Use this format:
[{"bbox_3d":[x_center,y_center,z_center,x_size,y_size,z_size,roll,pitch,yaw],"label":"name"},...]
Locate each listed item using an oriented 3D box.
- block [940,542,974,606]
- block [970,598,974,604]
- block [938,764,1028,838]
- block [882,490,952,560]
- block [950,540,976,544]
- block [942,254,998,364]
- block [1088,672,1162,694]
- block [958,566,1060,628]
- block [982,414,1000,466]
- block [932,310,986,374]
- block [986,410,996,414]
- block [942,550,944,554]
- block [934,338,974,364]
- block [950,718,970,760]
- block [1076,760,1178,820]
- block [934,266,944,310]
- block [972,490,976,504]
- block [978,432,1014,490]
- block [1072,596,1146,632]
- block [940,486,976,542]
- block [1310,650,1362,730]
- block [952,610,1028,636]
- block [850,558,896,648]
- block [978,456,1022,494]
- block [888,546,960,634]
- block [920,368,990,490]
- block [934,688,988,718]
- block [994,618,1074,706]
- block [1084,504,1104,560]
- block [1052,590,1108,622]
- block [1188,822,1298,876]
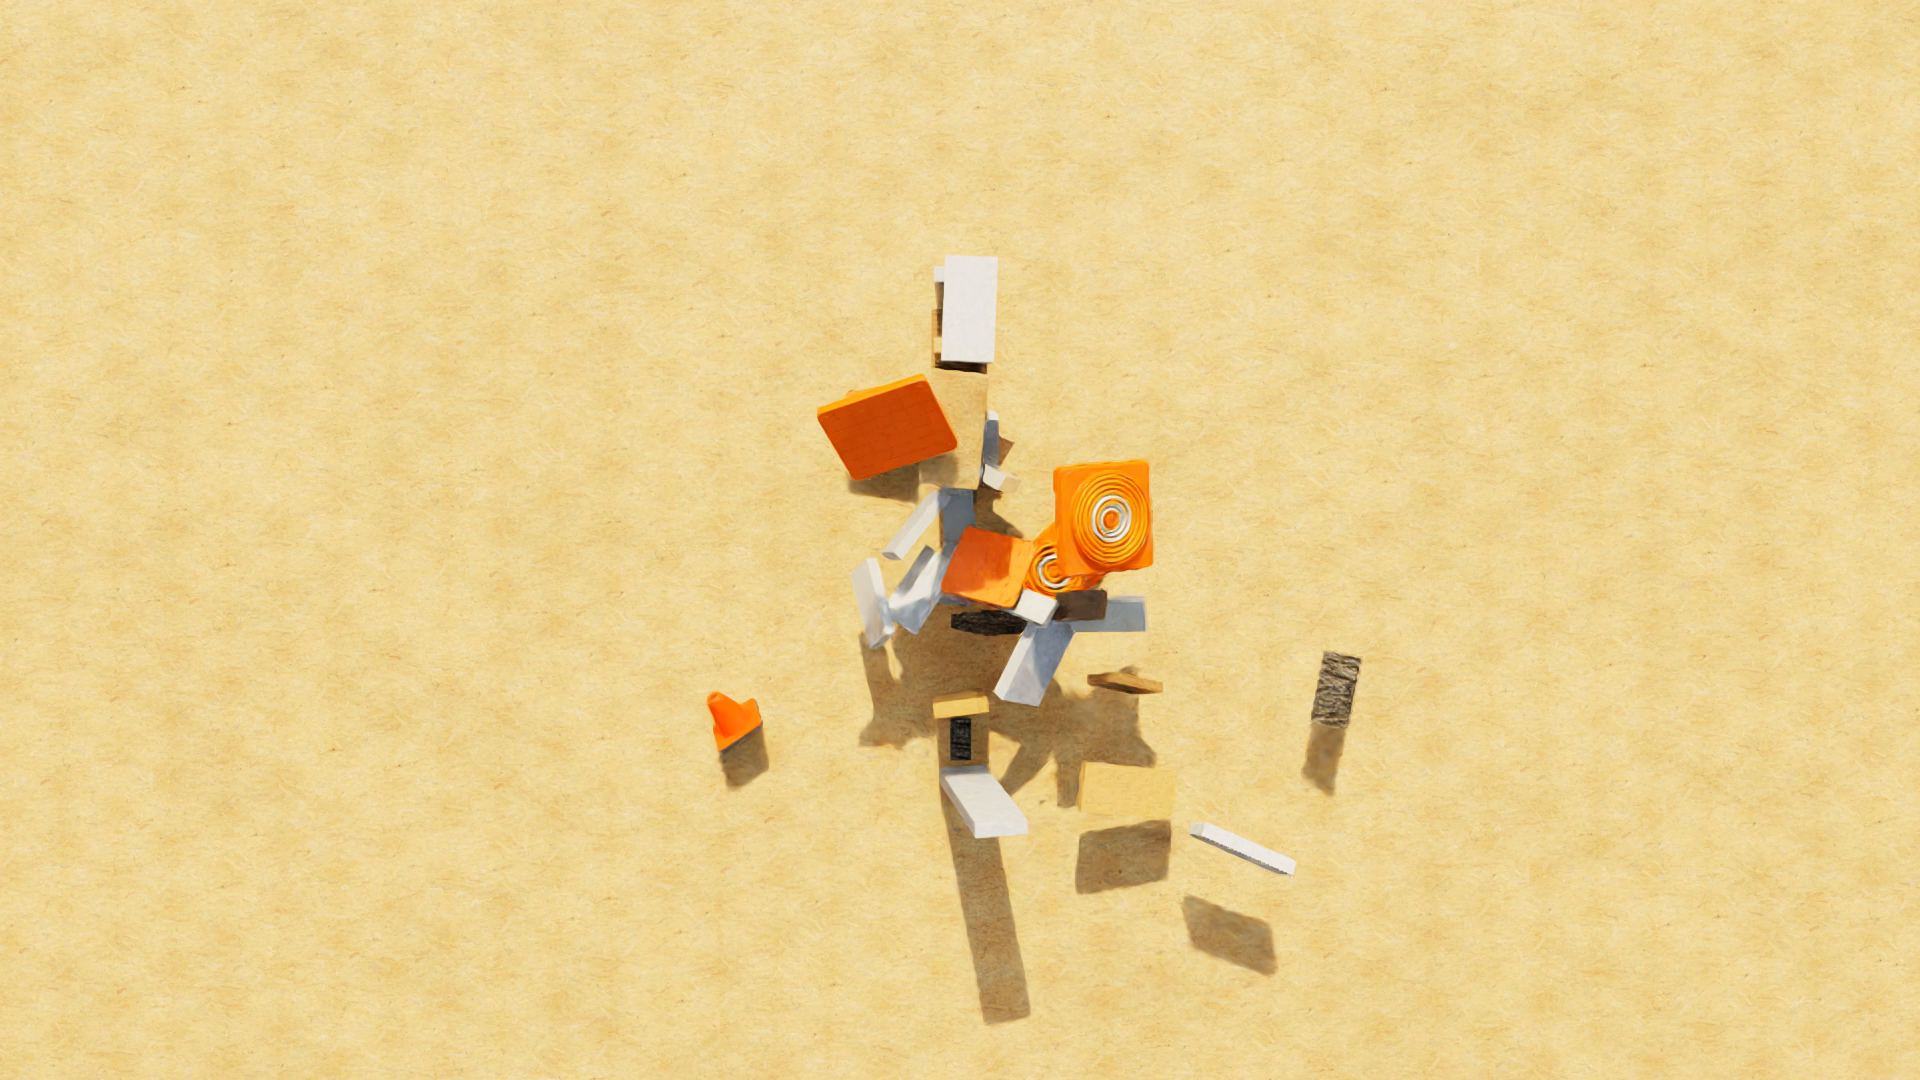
[{"bbox_3d":[-0.010,0.110,5.281,0.097,0.028,0.194,5,85,-3],"label":"block"},{"bbox_3d":[-0.004,0.191,5.402,0.097,0.194,0.028,0,83,0],"label":"block"},{"bbox_3d":[0.063,0.807,5.143,0.156,0.697,0.044,-2,96,-9],"label":"block"},{"bbox_3d":[-0.138,-0.048,5.195,0.036,0.129,0.257,42,76,-14],"label":"block"},{"bbox_3d":[0.000,-0.009,5.399,0.100,0.201,0.028,2,86,0],"label":"block"},{"bbox_3d":[0.028,-0.669,4.788,0.152,0.043,0.304,2,90,0],"label":"block"},{"bbox_3d":[0.523,0.455,5.220,0.230,0.115,0.033,16,72,-43],"label":"block"},{"bbox_3d":[0.149,0.177,5.153,0.341,0.025,0.090,21,68,35],"label":"block"},{"bbox_3d":[0.075,-0.318,5.342,0.100,0.028,0.201,-1,132,2],"label":"block"},{"bbox_3d":[-0.003,-0.546,5.138,0.169,0.048,0.338,0,90,0],"label":"block"},{"bbox_3d":[0.065,-0.379,5.399,0.100,0.201,0.028,0,77,0],"label":"block"},{"bbox_3d":[-0.013,0.067,5.400,0.097,0.194,0.028,15,85,2],"label":"block"},{"bbox_3d":[0.000,-0.570,4.961,0.152,0.304,0.043,0,90,0],"label":"block"},{"bbox_3d":[0.002,0.648,5.357,0.067,0.019,0.133,0,90,0],"label":"block"},{"bbox_3d":[0.532,0.798,5.258,0.312,0.044,0.156,8,86,-15],"label":"block"},{"bbox_3d":[0.000,-0.774,5.155,0.152,0.691,0.043,0,90,0],"label":"block"},{"bbox_3d":[0.003,-0.152,5.399,0.100,0.201,0.028,-3,80,0],"label":"block"},{"bbox_3d":[0.089,-0.269,5.426,0.100,0.028,0.201,23,121,-13],"label":"block"},{"bbox_3d":[0.461,0.229,5.129,0.230,0.033,0.115,0,122,13],"label":"block"},{"bbox_3d":[-0.006,-0.096,5.283,0.100,0.028,0.201,-4,90,0],"label":"block"},{"bbox_3d":[1.205,0.481,5.290,0.115,0.033,0.230,12,92,22],"label":"block"},{"bbox_3d":[0.151,0.264,5.320,0.168,0.337,0.048,15,74,-43],"label":"block"},{"bbox_3d":[-0.275,0.199,5.218,0.036,0.129,0.257,-4,68,-30],"label":"block"},{"bbox_3d":[0.085,-0.213,5.106,0.168,0.494,0.048,31,95,6],"label":"block"},{"bbox_3d":[-0.125,0.158,5.236,0.129,0.036,0.257,31,83,22],"label":"block"},{"bbox_3d":[-0.015,-0.321,4.786,0.168,0.048,0.337,6,111,0],"label":"block"},{"bbox_3d":[0.002,0.526,5.332,0.168,0.337,0.048,-7,90,0],"label":"block"},{"bbox_3d":[0.249,0.356,5.198,0.168,0.048,0.337,16,103,-44],"label":"block"},{"bbox_3d":[0.434,-0.026,5.373,0.025,0.179,0.090,-6,128,18],"label":"block"},{"bbox_3d":[0.367,0.201,5.056,0.179,0.025,0.090,-5,69,39],"label":"block"},{"bbox_3d":[0.883,0.965,5.167,0.312,0.156,0.044,24,78,-4],"label":"block"}]
